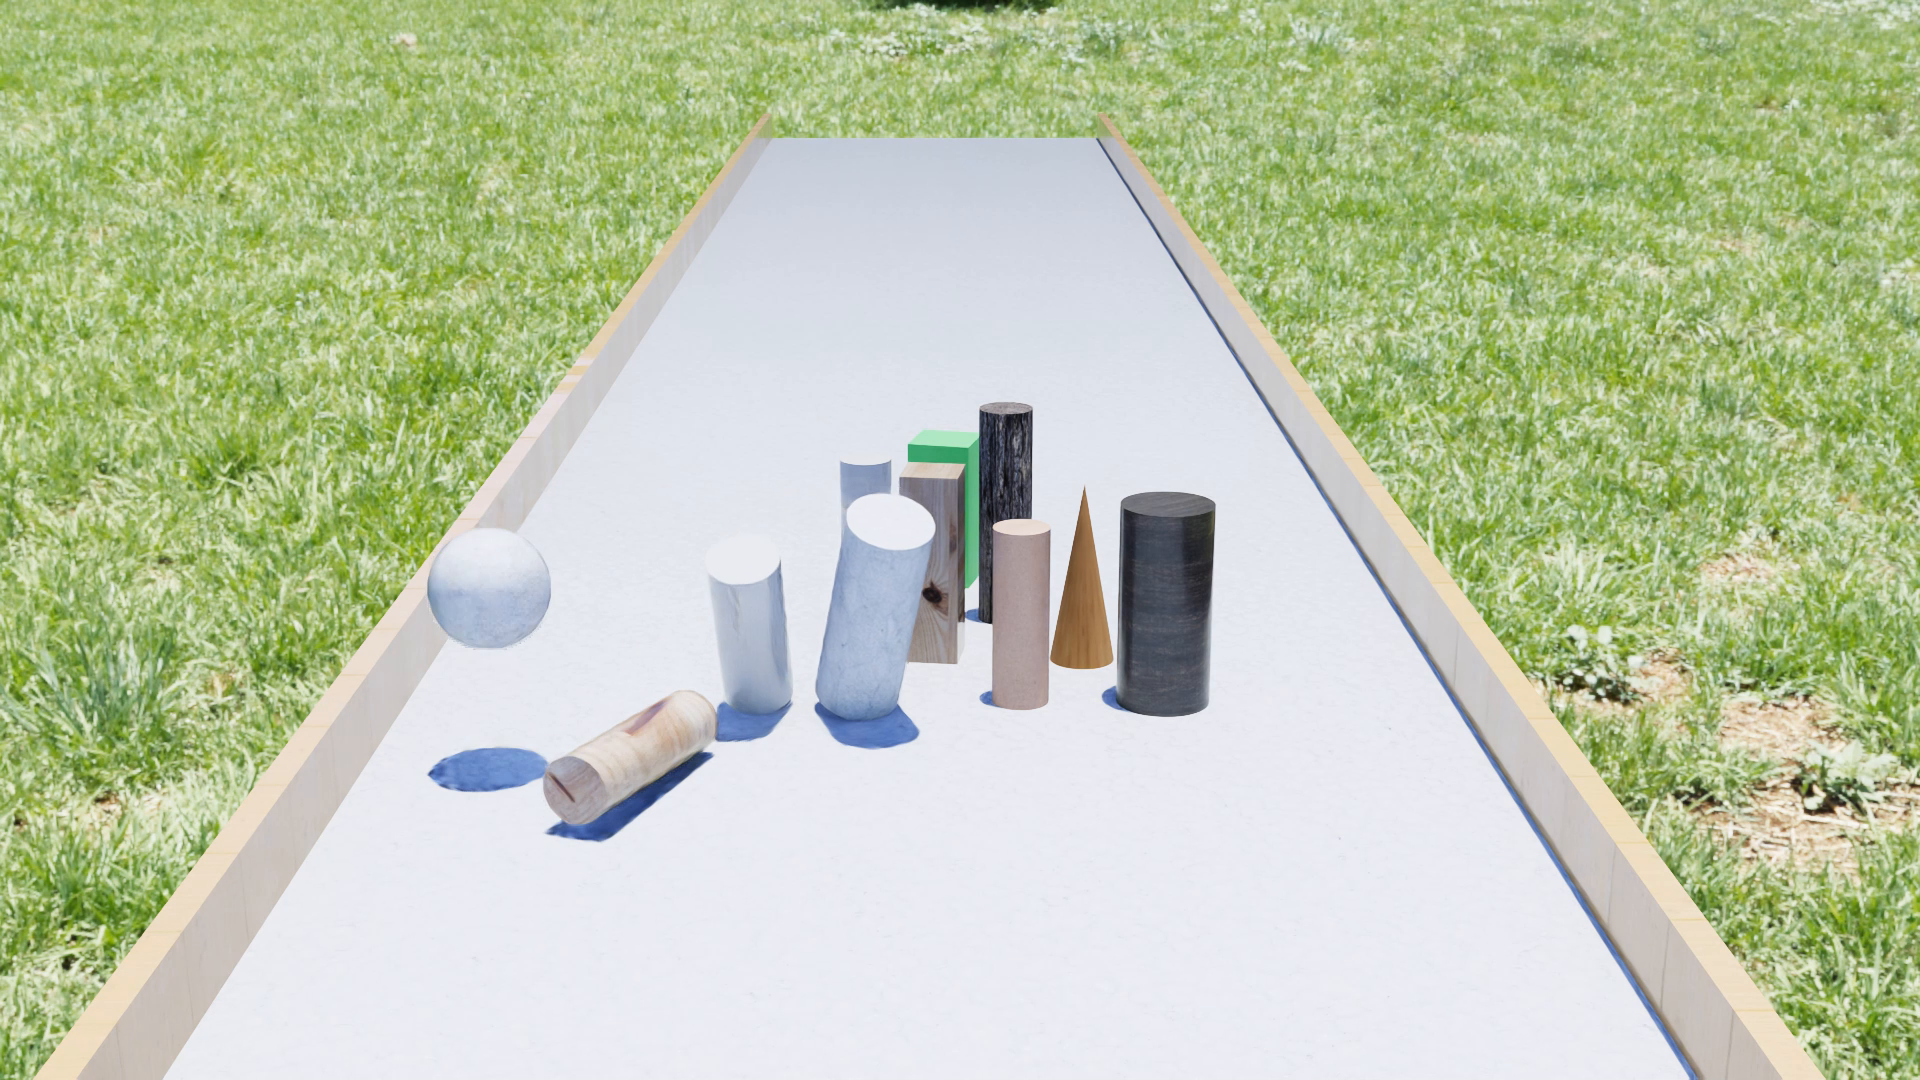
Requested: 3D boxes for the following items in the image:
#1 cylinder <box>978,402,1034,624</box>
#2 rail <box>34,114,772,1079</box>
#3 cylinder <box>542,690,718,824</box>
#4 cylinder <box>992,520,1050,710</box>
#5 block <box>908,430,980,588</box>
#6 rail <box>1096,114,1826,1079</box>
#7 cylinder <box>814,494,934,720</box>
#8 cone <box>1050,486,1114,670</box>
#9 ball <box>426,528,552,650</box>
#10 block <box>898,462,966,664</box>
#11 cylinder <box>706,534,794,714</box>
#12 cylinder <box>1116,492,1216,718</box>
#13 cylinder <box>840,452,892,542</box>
[{"bbox_3d":[0.095,-0.054,4.609,0.112,0.456,0.112,0,17,0],"label":"cylinder"},{"bbox_3d":[-1.118,-0.838,7.780,0.050,0.150,12.000,0,17,-1],"label":"rail"},{"bbox_3d":[-0.555,0.364,3.750,0.116,0.116,0.409,6,14,19],"label":"cylinder"},{"bbox_3d":[0.115,0.141,4.148,0.108,0.345,0.108,0,17,0],"label":"cylinder"},{"bbox_3d":[-0.031,-0.070,4.898,0.138,0.322,0.138,4,17,13],"label":"block"},{"bbox_3d":[0.932,-0.844,7.801,0.050,0.150,12.000,0,17,-1],"label":"rail"},{"bbox_3d":[-0.159,0.126,4.027,0.160,0.413,0.160,8,38,-6],"label":"cylinder"},{"bbox_3d":[0.245,0.064,4.372,0.129,0.365,0.129,0,17,0],"label":"cone"},{"bbox_3d":[-0.805,0.082,3.763,0.209,0.209,0.209,0,17,0],"label":"ball"},{"bbox_3d":[-0.054,0.046,4.398,0.115,0.384,0.115,2,17,7],"label":"block"},{"bbox_3d":[-0.386,0.158,4.058,0.135,0.338,0.135,-1,43,1],"label":"cylinder"},{"bbox_3d":[0.387,0.119,4.142,0.178,0.389,0.178,0,17,0],"label":"cylinder"},{"bbox_3d":[-0.196,-0.001,4.612,0.108,0.352,0.108,0,17,0],"label":"cylinder"}]
